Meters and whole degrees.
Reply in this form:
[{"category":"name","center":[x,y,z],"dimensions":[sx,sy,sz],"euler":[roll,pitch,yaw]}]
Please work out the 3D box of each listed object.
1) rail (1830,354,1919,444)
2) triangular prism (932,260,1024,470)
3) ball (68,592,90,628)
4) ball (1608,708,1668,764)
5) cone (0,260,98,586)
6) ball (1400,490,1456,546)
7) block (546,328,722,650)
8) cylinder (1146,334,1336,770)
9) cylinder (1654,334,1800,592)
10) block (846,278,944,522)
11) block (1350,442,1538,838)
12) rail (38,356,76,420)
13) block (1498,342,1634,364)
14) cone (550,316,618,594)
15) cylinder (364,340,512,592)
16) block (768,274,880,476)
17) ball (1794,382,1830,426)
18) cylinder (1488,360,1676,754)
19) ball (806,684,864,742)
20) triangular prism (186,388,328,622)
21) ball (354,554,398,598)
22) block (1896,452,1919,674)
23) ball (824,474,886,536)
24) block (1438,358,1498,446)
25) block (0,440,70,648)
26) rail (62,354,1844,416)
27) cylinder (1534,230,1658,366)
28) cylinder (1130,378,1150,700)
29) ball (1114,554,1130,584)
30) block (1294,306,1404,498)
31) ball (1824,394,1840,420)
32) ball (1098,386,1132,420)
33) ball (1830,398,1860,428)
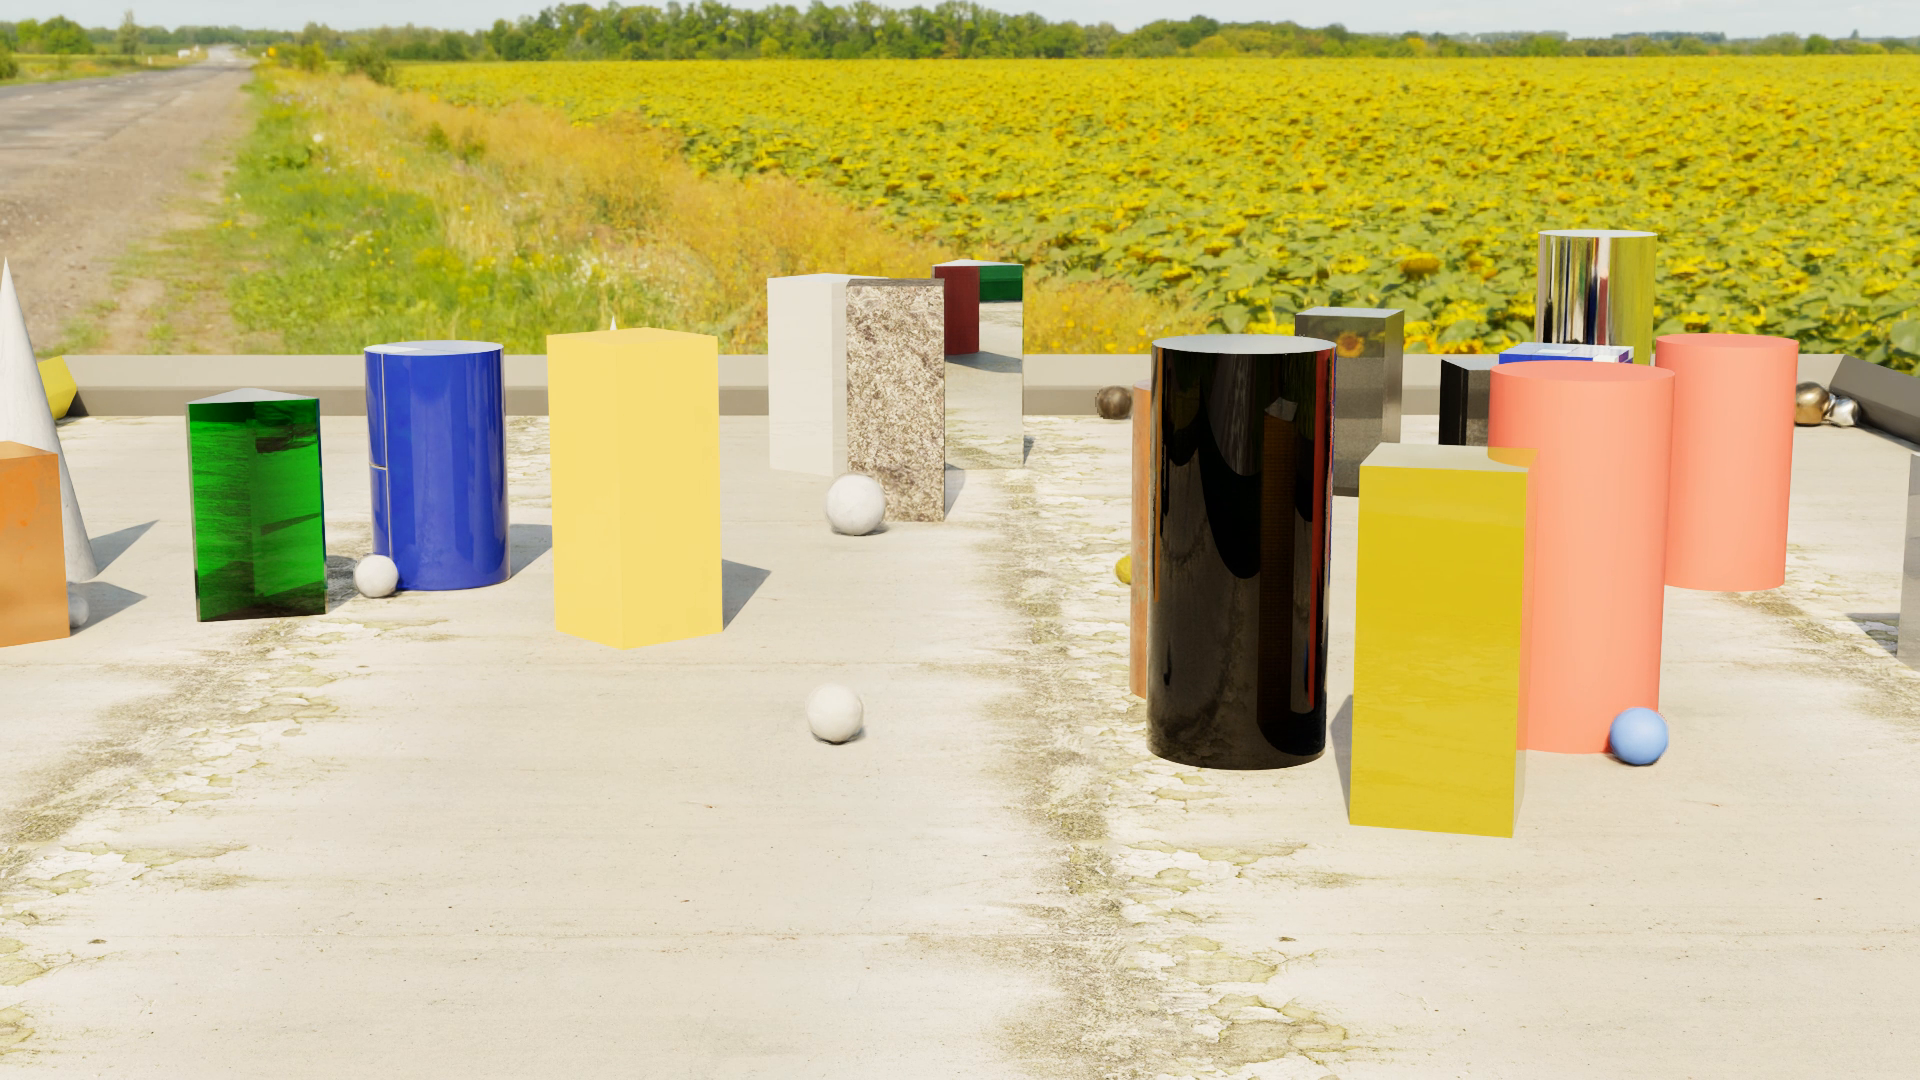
[{"category":"rail","center":[1.841,0.030,3.459],"dimensions":[0.045,0.126,3.911],"euler":[0,11,0]},{"category":"triangular prism","center":[0.019,-0.323,4.700],"dimensions":[0.168,0.370,0.145],"euler":[-2,11,-10]},{"category":"ball","center":[-1.161,0.092,3.348],"dimensions":[0.048,0.048,0.048],"euler":[0,11,0]},{"category":"ball","center":[0.713,0.206,2.698],"dimensions":[0.061,0.061,0.061],"euler":[0,11,0]},{"category":"cone","center":[-1.339,-0.172,3.641],"dimensions":[0.194,0.460,0.194],"euler":[0,11,0]},{"category":"ball","center":[0.717,-0.034,3.925],"dimensions":[0.085,0.085,0.085],"euler":[0,11,0]},{"category":"block","center":[-0.418,-0.071,3.299],"dimensions":[0.155,0.385,0.155],"euler":[-9,14,-41]},{"category":"cylinder","center":[0.298,0.008,2.732],"dimensions":[0.194,0.437,0.194],"euler":[0,11,0]},{"category":"cylinder","center":[1.081,-0.113,3.648],"dimensions":[0.194,0.342,0.194],"euler":[0,11,0]},{"category":"block","center":[-0.103,-0.229,4.171],"dimensions":[0.155,0.379,0.155],"euler":[0,11,0]},{"category":"block","center":[0.474,0.093,2.506],"dimensions":[0.155,0.353,0.155],"euler":[3,11,16]},{"category":"rail","center":[-1.841,0.034,3.439],"dimensions":[0.045,0.126,3.911],"euler":[0,11,0]},{"category":"block","center":[0.838,-0.097,3.571],"dimensions":[0.155,0.337,0.155],"euler":[5,11,23]},{"category":"cone","center":[-0.478,-0.121,3.575],"dimensions":[0.194,0.384,0.194],"euler":[0,11,0]},{"category":"cylinder","center":[-0.741,-0.108,3.645],"dimensions":[0.194,0.332,0.194],"euler":[0,11,0]},{"category":"block","center":[-0.238,-0.303,4.657],"dimensions":[0.155,0.345,0.155],"euler":[8,13,38]},{"category":"ball","center":[1.722,-0.277,5.217],"dimensions":[0.091,0.091,0.091],"euler":[0,11,0]},{"category":"cylinder","center":[0.670,0.014,2.799],"dimensions":[0.194,0.400,0.194],"euler":[0,11,0]},{"category":"ball","center":[-0.135,0.188,2.786],"dimensions":[0.063,0.063,0.063],"euler":[0,11,0]},{"category":"triangular prism","center":[-0.949,-0.052,3.456],"dimensions":[0.168,0.291,0.145],"euler":[-3,11,-18]},{"category":"ball","center":[-0.805,0.050,3.541],"dimensions":[0.059,0.059,0.059],"euler":[0,11,0]},{"category":"block","center":[1.239,0.035,3.078],"dimensions":[0.155,0.258,0.155],"euler":[0,11,-1]},{"category":"ball","center":[-0.163,-0.056,4.010],"dimensions":[0.096,0.096,0.096],"euler":[0,11,0]},{"category":"block","center":[0.870,-0.159,4.144],"dimensions":[0.155,0.251,0.155],"euler":[-1,11,-6]},{"category":"block","center":[-1.254,0.007,3.283],"dimensions":[0.155,0.239,0.155],"euler":[-9,14,-41]},{"category":"rail","center":[-0.011,-0.320,5.348],"dimensions":[3.730,0.126,0.045],"euler":[0,11,0]},{"category":"cylinder","center":[1.064,-0.292,4.321],"dimensions":[0.194,0.447,0.194],"euler":[0,11,0]},{"category":"cylinder","center":[0.297,-0.002,2.995],"dimensions":[0.194,0.360,0.194],"euler":[0,11,0]},{"category":"ball","center":[0.240,0.042,3.632],"dimensions":[0.042,0.042,0.042],"euler":[0,11,0]},{"category":"block","center":[0.668,-0.239,4.421],"dimensions":[0.155,0.307,0.155],"euler":[4,11,21]},{"category":"ball","center":[1.797,-0.275,5.301],"dimensions":[0.055,0.055,0.055],"euler":[0,11,0]},{"category":"ball","center":[0.321,-0.284,5.308],"dimensions":[0.071,0.071,0.071],"euler":[0,11,0]},{"category":"ball","center":[1.793,-0.258,5.196],"dimensions":[0.061,0.061,0.061],"euler":[0,11,0]}]
